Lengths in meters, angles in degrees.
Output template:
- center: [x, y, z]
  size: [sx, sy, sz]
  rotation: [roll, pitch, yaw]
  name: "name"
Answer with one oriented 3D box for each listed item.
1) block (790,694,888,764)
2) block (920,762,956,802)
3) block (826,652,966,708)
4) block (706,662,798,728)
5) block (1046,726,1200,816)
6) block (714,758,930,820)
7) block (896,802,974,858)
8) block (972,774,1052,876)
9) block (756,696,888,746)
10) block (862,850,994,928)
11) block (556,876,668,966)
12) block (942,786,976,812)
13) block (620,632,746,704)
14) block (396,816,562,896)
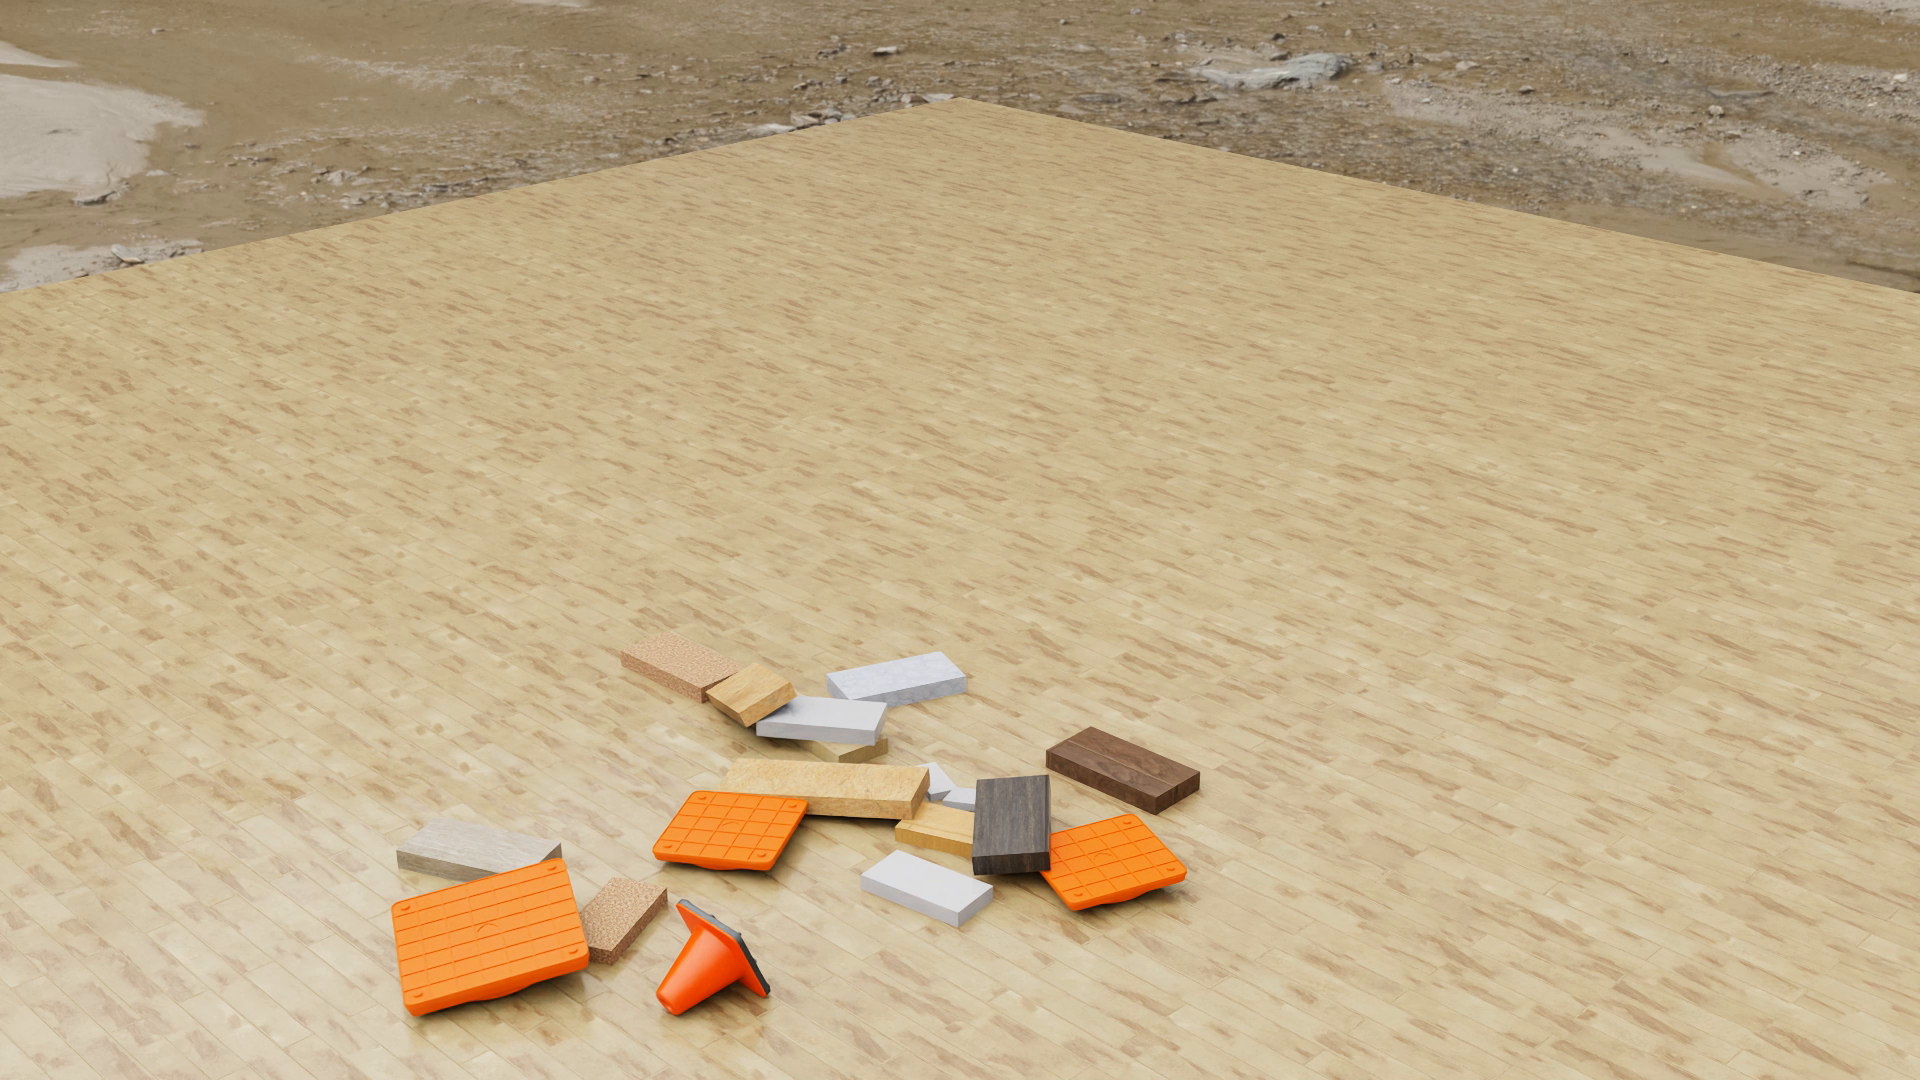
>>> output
- center: [-0.283, 0.414, 4.739]
  size: [0.129, 0.036, 0.257]
  rotation: [-17, 28, -35]
  name: "block"
- center: [-0.056, 0.501, 4.558]
  size: [0.062, 0.017, 0.123]
  rotation: [-10, 25, -21]
  name: "block"
- center: [-0.143, 0.322, 4.952]
  size: [0.282, 0.040, 0.141]
  rotation: [-10, 25, -23]
  name: "block"
- center: [-0.455, 0.335, 4.787]
  size: [0.129, 0.036, 0.257]
  rotation: [-31, 17, -16]
  name: "block"
- center: [0.338, 0.478, 4.581]
  size: [0.293, 0.042, 0.147]
  rotation: [20, 30, 39]
  name: "block"
- center: [-0.278, 0.505, 4.474]
  size: [0.412, 0.042, 0.147]
  rotation: [1, 22, 14]
  name: "block"
- center: [-0.002, 0.579, 4.356]
  size: [0.227, 0.032, 0.113]
  rotation: [10, 25, 21]
  name: "block"
- center: [0.103, 0.554, 4.298]
  size: [0.147, 0.042, 0.293]
  rotation: [-5, 23, 4]
  name: "block"
- center: [-0.295, 0.384, 4.715]
  size: [0.257, 0.036, 0.129]
  rotation: [4, 23, 9]
  name: "block"
- center: [-0.063, 0.659, 4.167]
  size: [0.227, 0.032, 0.113]
  rotation: [16, 28, 32]
  name: "block"
- center: [-0.642, 0.702, 4.064]
  size: [0.113, 0.032, 0.227]
  rotation: [8, 24, 17]
  name: "block"
- center: [0.034, 0.528, 4.457]
  size: [0.123, 0.017, 0.062]
  rotation: [4, 22, 23]
  name: "block"
- center: [-0.631, 0.289, 5.027]
  size: [0.282, 0.040, 0.141]
  rotation: [20, 30, 39]
  name: "block"
- center: [-0.932, 0.612, 4.268]
  size: [0.282, 0.040, 0.141]
  rotation: [9, 24, 19]
  name: "block"
